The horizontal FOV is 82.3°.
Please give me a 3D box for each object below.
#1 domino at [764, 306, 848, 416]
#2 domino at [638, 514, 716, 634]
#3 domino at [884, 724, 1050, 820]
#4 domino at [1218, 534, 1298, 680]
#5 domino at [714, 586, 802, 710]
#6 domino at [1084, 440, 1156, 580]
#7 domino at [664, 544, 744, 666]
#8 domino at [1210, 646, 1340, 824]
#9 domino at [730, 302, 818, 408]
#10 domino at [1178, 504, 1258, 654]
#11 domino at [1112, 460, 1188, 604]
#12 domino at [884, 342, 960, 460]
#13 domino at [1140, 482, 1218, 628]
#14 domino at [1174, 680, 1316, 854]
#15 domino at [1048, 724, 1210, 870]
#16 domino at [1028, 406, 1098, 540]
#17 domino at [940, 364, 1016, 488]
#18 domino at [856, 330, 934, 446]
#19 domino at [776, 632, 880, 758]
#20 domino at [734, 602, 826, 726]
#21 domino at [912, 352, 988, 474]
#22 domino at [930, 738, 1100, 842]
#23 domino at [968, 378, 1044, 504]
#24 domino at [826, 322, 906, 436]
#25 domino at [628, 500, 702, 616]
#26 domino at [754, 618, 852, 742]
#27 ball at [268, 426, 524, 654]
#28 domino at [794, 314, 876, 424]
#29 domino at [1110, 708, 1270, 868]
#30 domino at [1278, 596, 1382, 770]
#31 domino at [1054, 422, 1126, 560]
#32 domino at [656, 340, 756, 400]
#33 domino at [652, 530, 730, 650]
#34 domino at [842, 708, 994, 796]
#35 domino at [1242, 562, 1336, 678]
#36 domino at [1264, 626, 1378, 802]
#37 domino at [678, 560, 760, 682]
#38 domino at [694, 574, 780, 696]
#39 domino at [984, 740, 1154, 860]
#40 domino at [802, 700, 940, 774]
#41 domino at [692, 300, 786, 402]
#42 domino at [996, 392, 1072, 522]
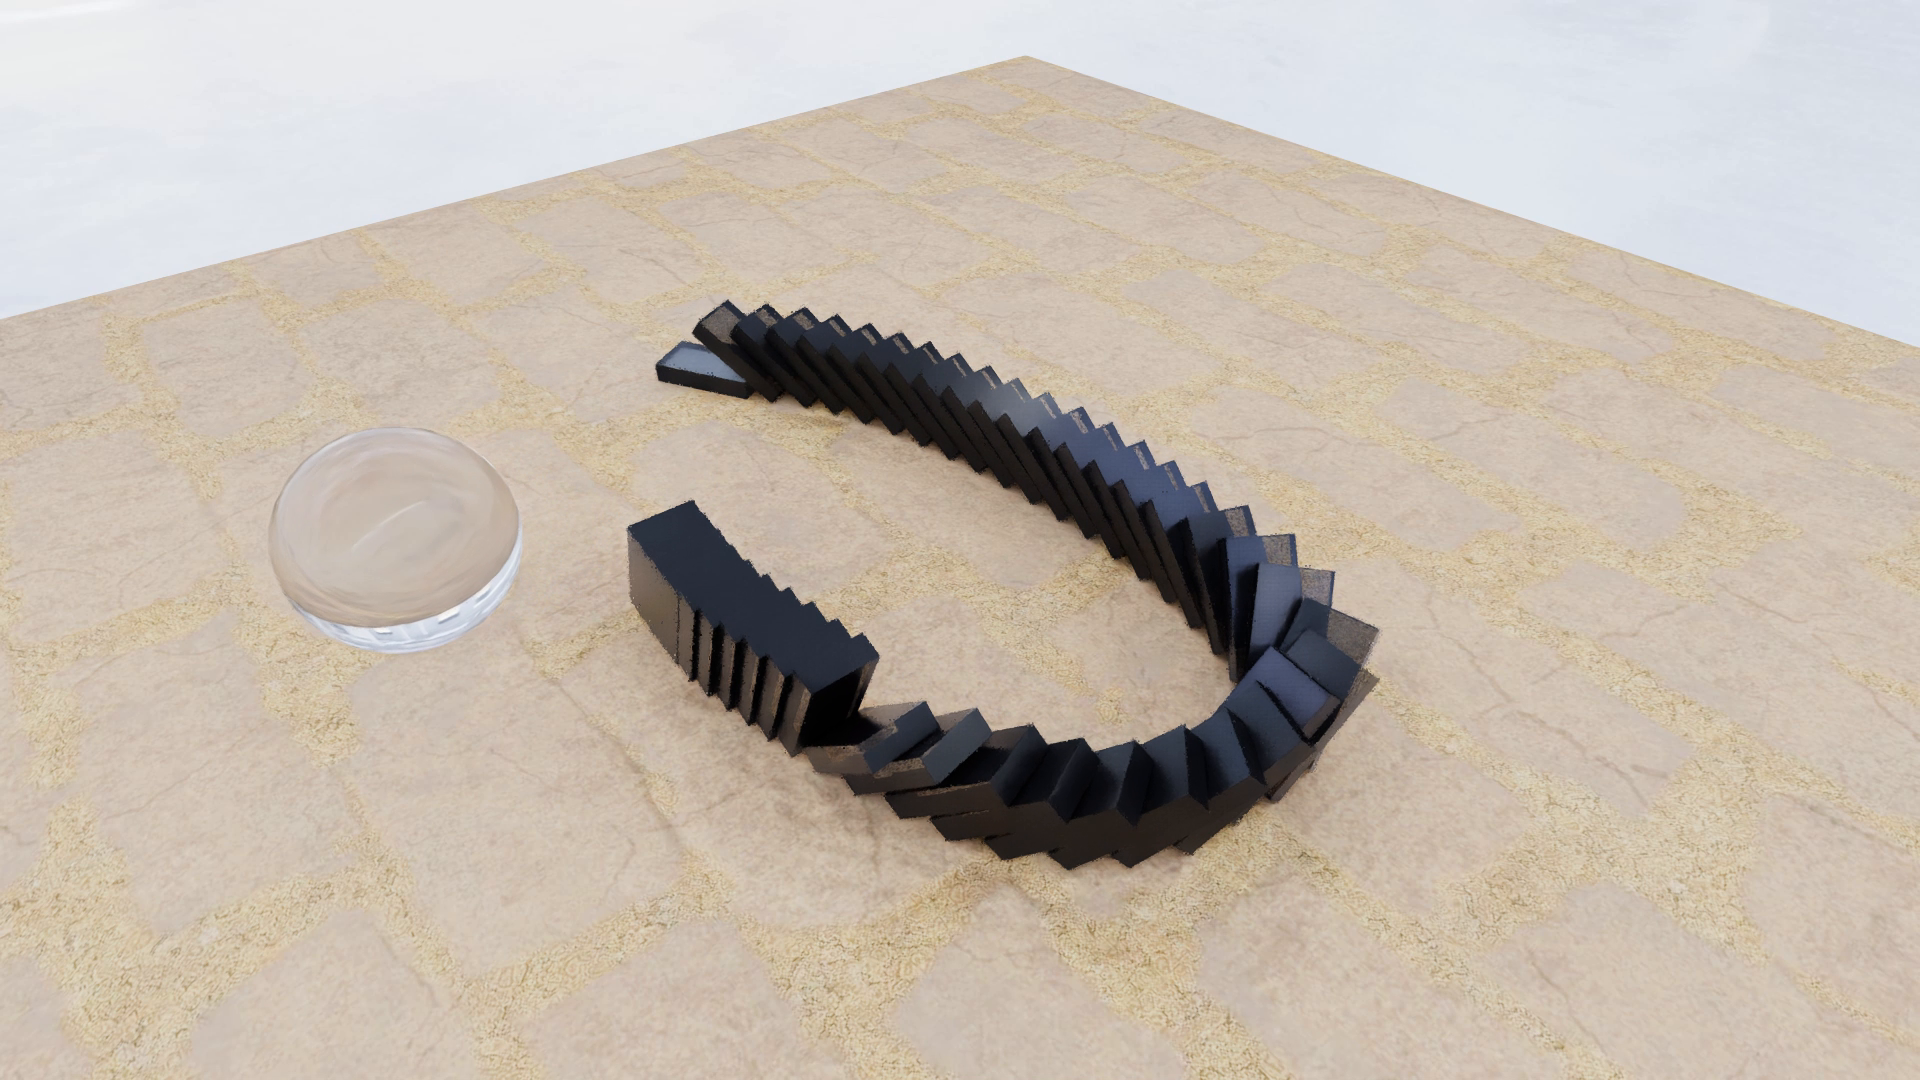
[{"bbox_3d":[-0.067,-0.086,0.527,0.050,0.009,0.025,48,49,-1],"label":"domino"},{"bbox_3d":[-0.101,0.013,0.396,0.025,0.050,0.010,-26,67,-28],"label":"domino"},{"bbox_3d":[0.001,0.071,0.333,0.050,0.010,0.025,-21,18,47],"label":"domino"},{"bbox_3d":[0.107,0.024,0.389,0.025,0.010,0.050,-3,84,-4],"label":"domino"},{"bbox_3d":[-0.067,0.037,0.366,0.025,0.050,0.010,-26,67,-28],"label":"domino"},{"bbox_3d":[0.072,-0.012,0.436,0.025,0.009,0.050,-21,81,-24],"label":"domino"},{"bbox_3d":[-0.089,0.023,0.383,0.025,0.050,0.010,-26,67,-28],"label":"domino"},{"bbox_3d":[0.092,0.061,0.344,0.050,0.009,0.025,-53,49,8],"label":"domino"},{"bbox_3d":[-0.084,-0.089,0.531,0.050,0.010,0.025,43,47,-3],"label":"domino"},{"bbox_3d":[0.099,0.014,0.402,0.025,0.009,0.050,-11,80,-13],"label":"domino"},{"bbox_3d":[0.081,-0.003,0.425,0.025,0.009,0.050,-19,80,-22],"label":"domino"},{"bbox_3d":[-0.009,-0.063,0.499,0.025,0.010,0.050,-35,87,-35],"label":"domino"},{"bbox_3d":[0.090,0.005,0.414,0.025,0.010,0.050,-17,80,-20],"label":"domino"},{"bbox_3d":[0.080,0.069,0.334,0.050,0.009,0.025,-45,41,14],"label":"domino"},{"bbox_3d":[0.049,0.076,0.325,0.050,0.010,0.025,-33,29,29],"label":"domino"},{"bbox_3d":[0.052,-0.028,0.456,0.025,0.009,0.050,-25,82,-27],"label":"domino"},{"bbox_3d":[0.016,-0.050,0.483,0.025,0.010,0.050,-31,85,-32],"label":"domino"},{"bbox_3d":[-0.022,-0.070,0.507,0.025,0.010,0.050,-36,87,-36],"label":"domino"},{"bbox_3d":[-0.043,0.050,0.350,0.025,0.050,0.009,-28,69,-29],"label":"domino"},{"bbox_3d":[-0.059,0.041,0.361,0.025,0.050,0.009,-26,67,-29],"label":"domino"},{"bbox_3d":[0.004,-0.057,0.491,0.025,0.010,0.050,-33,86,-34],"label":"domino"},{"bbox_3d":[0.016,0.075,0.328,0.050,0.010,0.025,-23,21,44],"label":"domino"},{"bbox_3d":[0.028,-0.043,0.474,0.025,0.009,0.050,-31,85,-32],"label":"domino"},{"bbox_3d":[-0.036,-0.075,0.514,0.050,0.009,0.025,51,53,2],"label":"domino"},{"bbox_3d":[-0.107,0.008,0.402,0.025,0.050,0.009,-26,67,-28],"label":"domino"},{"bbox_3d":[-0.051,0.046,0.356,0.025,0.050,0.009,-27,68,-29],"label":"domino"},{"bbox_3d":[-0.197,0.000,0.388,0.080,0.080,0.080,0,39,0],"label":"ball"},{"bbox_3d":[-0.052,-0.081,0.521,0.050,0.010,0.025,49,51,1],"label":"domino"},{"bbox_3d":[0.065,0.074,0.328,0.050,0.010,0.025,-38,34,23],"label":"domino"},{"bbox_3d":[0.115,0.047,0.360,0.025,0.010,0.050,26,90,27],"label":"domino"},{"bbox_3d":[0.062,-0.020,0.446,0.025,0.009,0.050,-24,82,-26],"label":"domino"},{"bbox_3d":[-0.122,-0.085,0.547,0.050,0.009,0.025,13,41,16],"label":"domino"},{"bbox_3d":[-0.095,0.018,0.389,0.025,0.050,0.010,-26,67,-28],"label":"domino"},{"bbox_3d":[-0.014,0.066,0.338,0.025,0.009,0.050,-36,7,-36],"label":"domino"},{"bbox_3d":[0.111,0.034,0.375,0.025,0.050,0.009,7,-2,8],"label":"domino"},{"bbox_3d":[0.106,0.055,0.349,0.025,0.009,0.050,42,99,35],"label":"domino"},{"bbox_3d":[-0.083,0.028,0.377,0.025,0.050,0.010,-26,67,-28],"label":"domino"},{"bbox_3d":[-0.075,0.033,0.371,0.025,0.050,0.009,-26,67,-28],"label":"domino"},{"bbox_3d":[0.032,0.077,0.325,0.050,0.010,0.025,-26,24,38],"label":"domino"},{"bbox_3d":[-0.029,0.062,0.342,0.025,0.009,0.050,-30,4,-28],"label":"domino"},{"bbox_3d":[-0.102,-0.092,0.534,0.050,0.010,0.025,41,44,-6],"label":"domino"},{"bbox_3d":[0.040,-0.036,0.465,0.025,0.009,0.050,-29,84,-30],"label":"domino"}]
